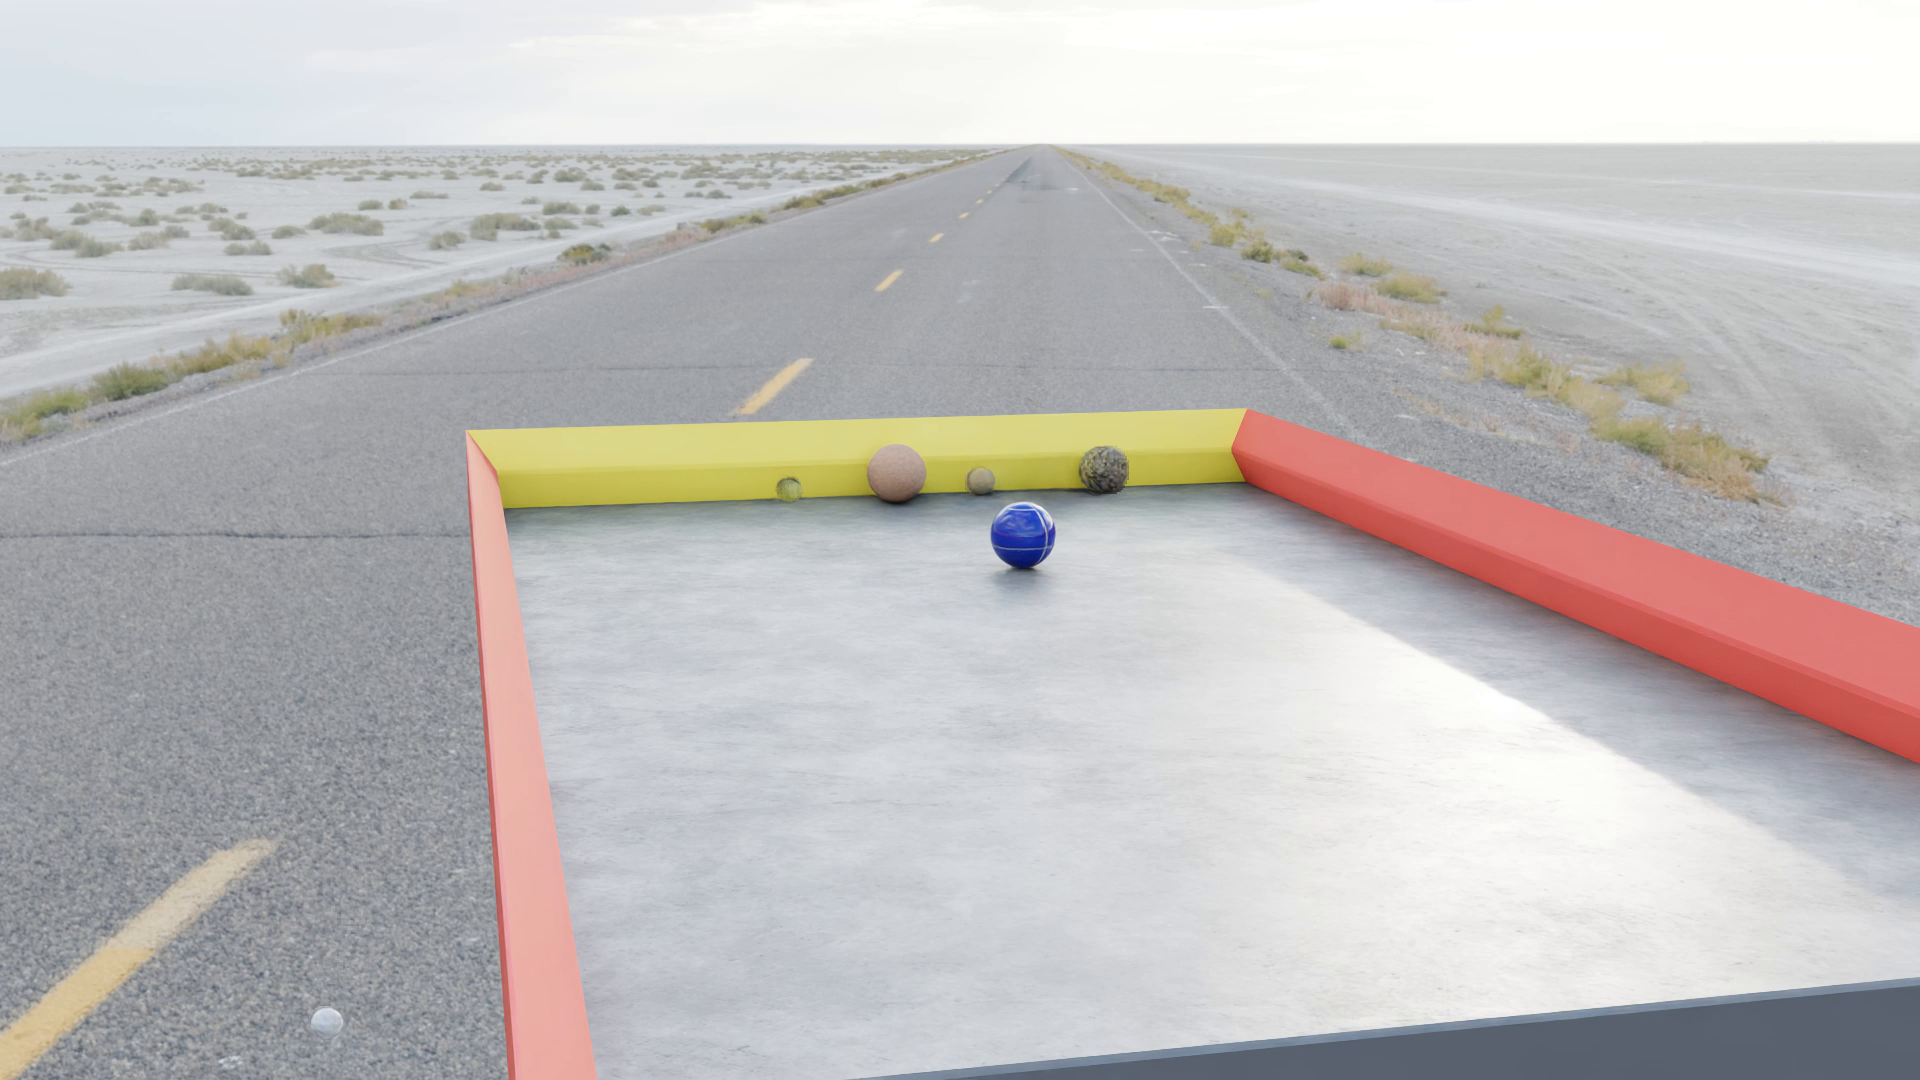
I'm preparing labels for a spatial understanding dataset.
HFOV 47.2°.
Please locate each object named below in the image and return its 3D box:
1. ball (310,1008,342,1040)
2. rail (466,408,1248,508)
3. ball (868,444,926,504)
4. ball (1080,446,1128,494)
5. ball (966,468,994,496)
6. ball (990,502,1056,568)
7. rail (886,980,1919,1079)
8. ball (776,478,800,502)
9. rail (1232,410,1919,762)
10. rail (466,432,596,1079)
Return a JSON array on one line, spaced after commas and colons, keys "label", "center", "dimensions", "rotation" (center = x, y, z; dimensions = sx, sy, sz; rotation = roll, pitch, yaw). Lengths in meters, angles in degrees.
[{"label": "ball", "center": [-1.898, 1.449, 6.590], "dimensions": [0.092, 0.092, 0.092], "rotation": [0, 10, 0]}, {"label": "rail", "center": [-0.141, -0.135, 3.659], "dimensions": [1.327, 0.126, 0.045], "rotation": [-2, 10, -13]}, {"label": "ball", "center": [-0.103, -0.109, 3.600], "dimensions": [0.097, 0.097, 0.097], "rotation": [0, 10, 0]}, {"label": "ball", "center": [0.241, -0.117, 3.692], "dimensions": [0.081, 0.081, 0.081], "rotation": [0, 10, 0]}, {"label": "ball", "center": [0.035, -0.098, 3.681], "dimensions": [0.048, 0.048, 0.048], "rotation": [0, 10, 0]}, {"label": "ball", "center": [0.087, -0.007, 3.046], "dimensions": [0.092, 0.092, 0.092], "rotation": [0, 10, 0]}, {"label": "rail", "center": [0.433, 0.303, 1.217], "dimensions": [1.327, 0.126, 0.045], "rotation": [-2, 10, -13]}, {"label": "ball", "center": [-0.283, -0.083, 3.616], "dimensions": [0.041, 0.041, 0.041], "rotation": [0, 10, 0]}, {"label": "rail", "center": [0.770, 0.058, 2.580], "dimensions": [0.045, 0.126, 2.594], "rotation": [-2, 10, -13]}, {"label": "rail", "center": [-0.477, 0.109, 2.296], "dimensions": [0.045, 0.126, 2.594], "rotation": [-2, 10, -13]}]
